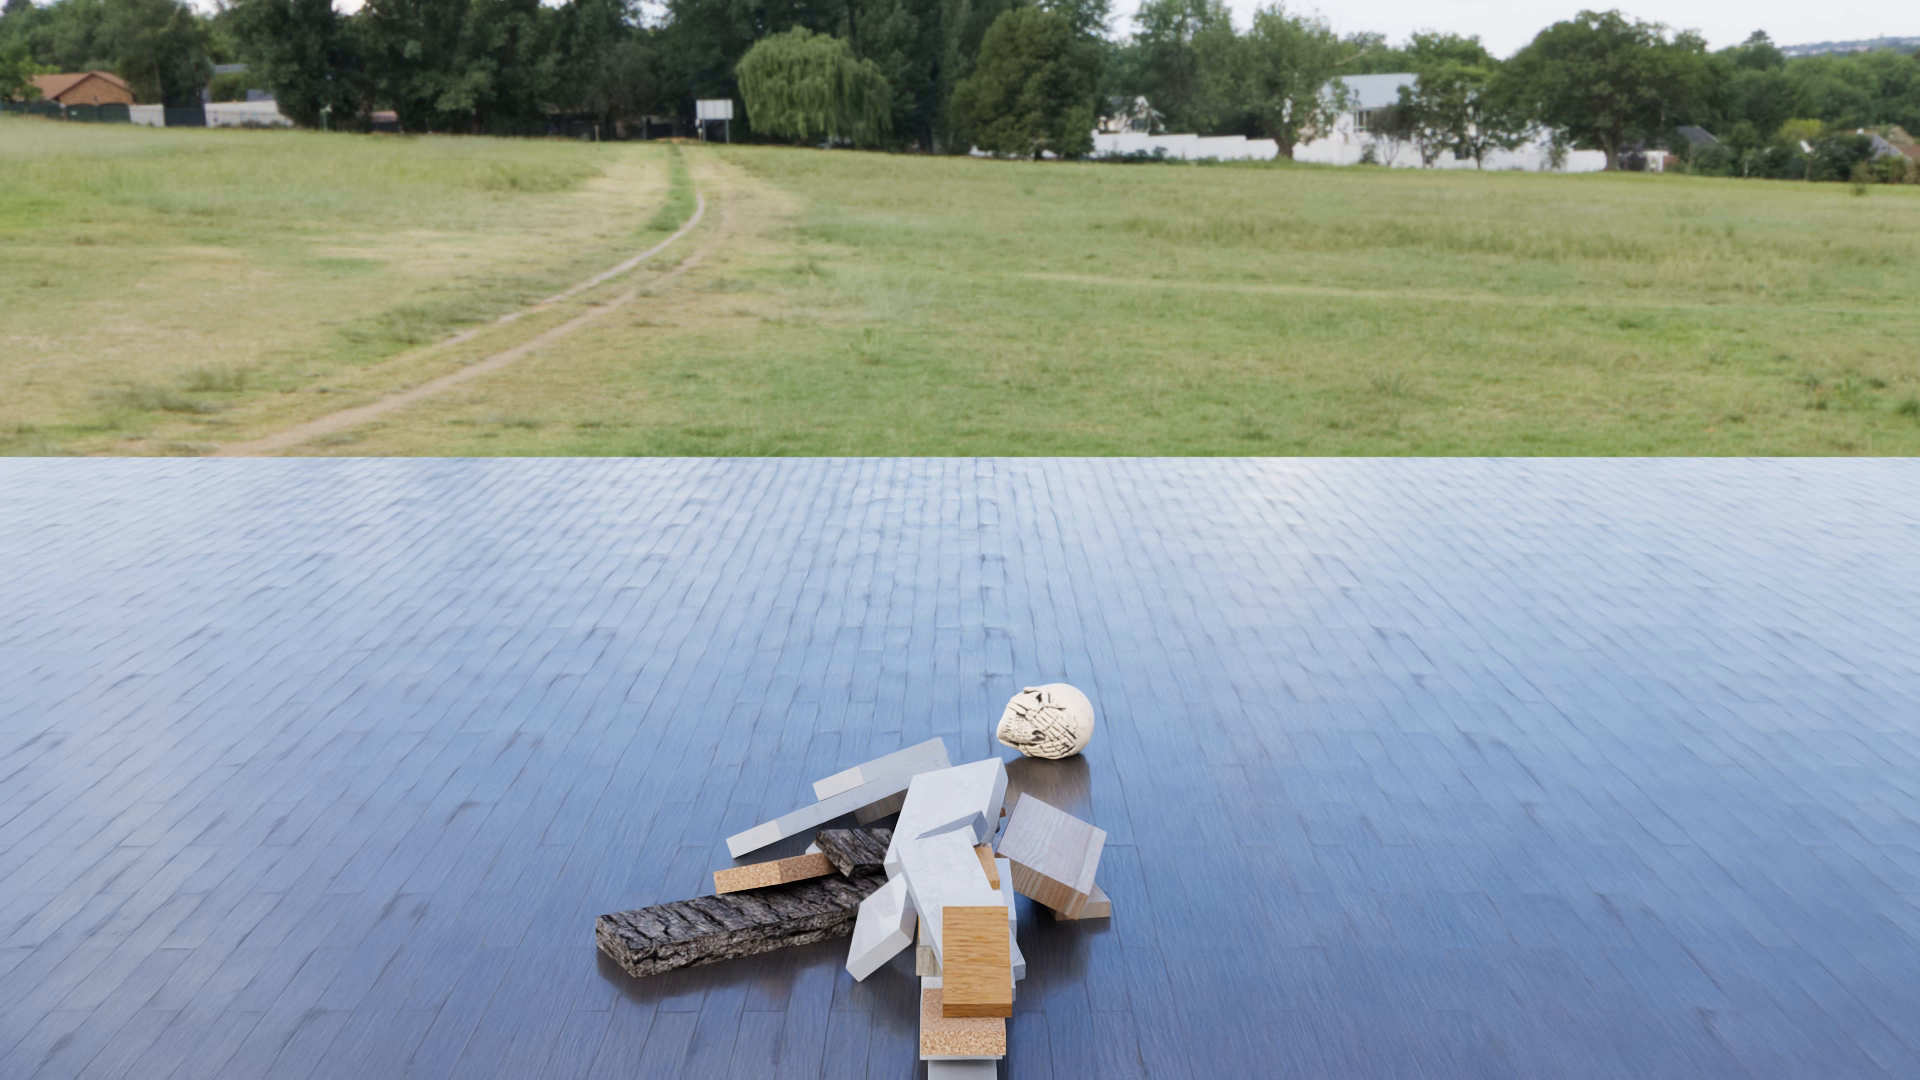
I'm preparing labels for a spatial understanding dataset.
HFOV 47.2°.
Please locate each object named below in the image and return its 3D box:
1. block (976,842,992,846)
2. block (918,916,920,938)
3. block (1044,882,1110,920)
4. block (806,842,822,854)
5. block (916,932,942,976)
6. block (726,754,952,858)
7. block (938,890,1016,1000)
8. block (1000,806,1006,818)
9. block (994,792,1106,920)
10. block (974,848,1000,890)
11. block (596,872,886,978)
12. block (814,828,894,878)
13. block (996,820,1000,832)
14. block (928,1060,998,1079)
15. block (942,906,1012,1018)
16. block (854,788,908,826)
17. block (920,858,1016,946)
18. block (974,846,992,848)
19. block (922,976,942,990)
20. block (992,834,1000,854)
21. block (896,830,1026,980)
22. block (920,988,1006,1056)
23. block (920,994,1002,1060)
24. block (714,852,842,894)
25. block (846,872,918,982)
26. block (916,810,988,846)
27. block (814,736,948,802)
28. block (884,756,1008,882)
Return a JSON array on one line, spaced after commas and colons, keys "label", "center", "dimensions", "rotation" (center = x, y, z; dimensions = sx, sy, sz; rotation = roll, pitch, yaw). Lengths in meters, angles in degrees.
[{"label": "block", "center": [0.018, 0.486, 3.364], "dimensions": [0.052, 0.015, 0.104], "rotation": [1, 10, 6]}, {"label": "block", "center": [0.005, 0.583, 3.397], "dimensions": [0.136, 0.039, 0.273], "rotation": [0, -6, -1]}, {"label": "block", "center": [0.168, 0.572, 3.694], "dimensions": [0.091, 0.026, 0.299], "rotation": [-2, 11, -12]}, {"label": "block", "center": [-0.146, 0.545, 3.823], "dimensions": [0.221, 0.031, 0.111], "rotation": [2, 11, 12]}, {"label": "block", "center": [0.005, 0.606, 3.229], "dimensions": [0.136, 0.039, 0.273], "rotation": [0, -6, -1]}, {"label": "block", "center": [-0.212, 0.481, 4.014], "dimensions": [0.126, 0.036, 0.506], "rotation": [-26, -7, 36]}, {"label": "block", "center": [0.021, 0.558, 3.017], "dimensions": [0.090, 0.026, 0.181], "rotation": [-3, 37, -4]}, {"label": "block", "center": [0.031, 0.482, 3.849], "dimensions": [0.060, 0.017, 0.120], "rotation": [-4, -9, -20]}, {"label": "block", "center": [0.146, 0.517, 3.627], "dimensions": [0.161, 0.046, 0.322], "rotation": [25, 13, 4]}, {"label": "block", "center": [0.027, 0.486, 3.249], "dimensions": [0.052, 0.015, 0.104], "rotation": [-3, 19, -5]}, {"label": "block", "center": [-0.326, 0.601, 3.482], "dimensions": [0.468, 0.046, 0.161], "rotation": [-6, 12, -29]}, {"label": "block", "center": [-0.153, 0.519, 3.653], "dimensions": [0.091, 0.026, 0.183], "rotation": [40, 17, 32]}, {"label": "block", "center": [0.024, 0.515, 3.854], "dimensions": [0.060, 0.017, 0.120], "rotation": [1, -21, -17]}, {"label": "block", "center": [0.004, 0.735, 2.819], "dimensions": [0.090, 0.026, 0.431], "rotation": [0, 11, -1]}, {"label": "block", "center": [0.022, 0.566, 2.958], "dimensions": [0.090, 0.026, 0.181], "rotation": [0, 35, -1]}, {"label": "block", "center": [-0.098, 0.472, 4.015], "dimensions": [0.111, 0.031, 0.221], "rotation": [-24, -6, 20]}, {"label": "block", "center": [0.010, 0.533, 3.253], "dimensions": [0.136, 0.039, 0.273], "rotation": [0, 10, -1]}, {"label": "block", "center": [0.021, 0.489, 3.285], "dimensions": [0.052, 0.015, 0.104], "rotation": [0, 19, 2]}, {"label": "block", "center": [0.000, 0.636, 3.176], "dimensions": [0.109, 0.031, 0.219], "rotation": [0, -6, -1]}, {"label": "block", "center": [0.062, 0.541, 3.610], "dimensions": [0.072, 0.021, 0.145], "rotation": [26, 27, 6]}, {"label": "block", "center": [-0.002, 0.523, 3.111], "dimensions": [0.106, 0.030, 0.274], "rotation": [-10, 38, -14]}, {"label": "block", "center": [0.004, 0.641, 2.934], "dimensions": [0.109, 0.031, 0.219], "rotation": [0, 3, 0]}, {"label": "block", "center": [0.000, 0.668, 3.023], "dimensions": [0.109, 0.031, 0.219], "rotation": [0, 3, -1]}, {"label": "block", "center": [-0.278, 0.541, 3.615], "dimensions": [0.126, 0.036, 0.253], "rotation": [-14, -8, 28]}, {"label": "block", "center": [-0.114, 0.586, 3.372], "dimensions": [0.106, 0.030, 0.212], "rotation": [-39, 11, 14]}, {"label": "block", "center": [-0.018, 0.456, 3.354], "dimensions": [0.106, 0.030, 0.212], "rotation": [-22, -3, 4]}, {"label": "block", "center": [-0.153, 0.440, 4.237], "dimensions": [0.126, 0.036, 0.253], "rotation": [-25, -7, 38]}, {"label": "block", "center": [-0.020, 0.470, 3.684], "dimensions": [0.161, 0.046, 0.322], "rotation": [-13, 18, 13]}]
